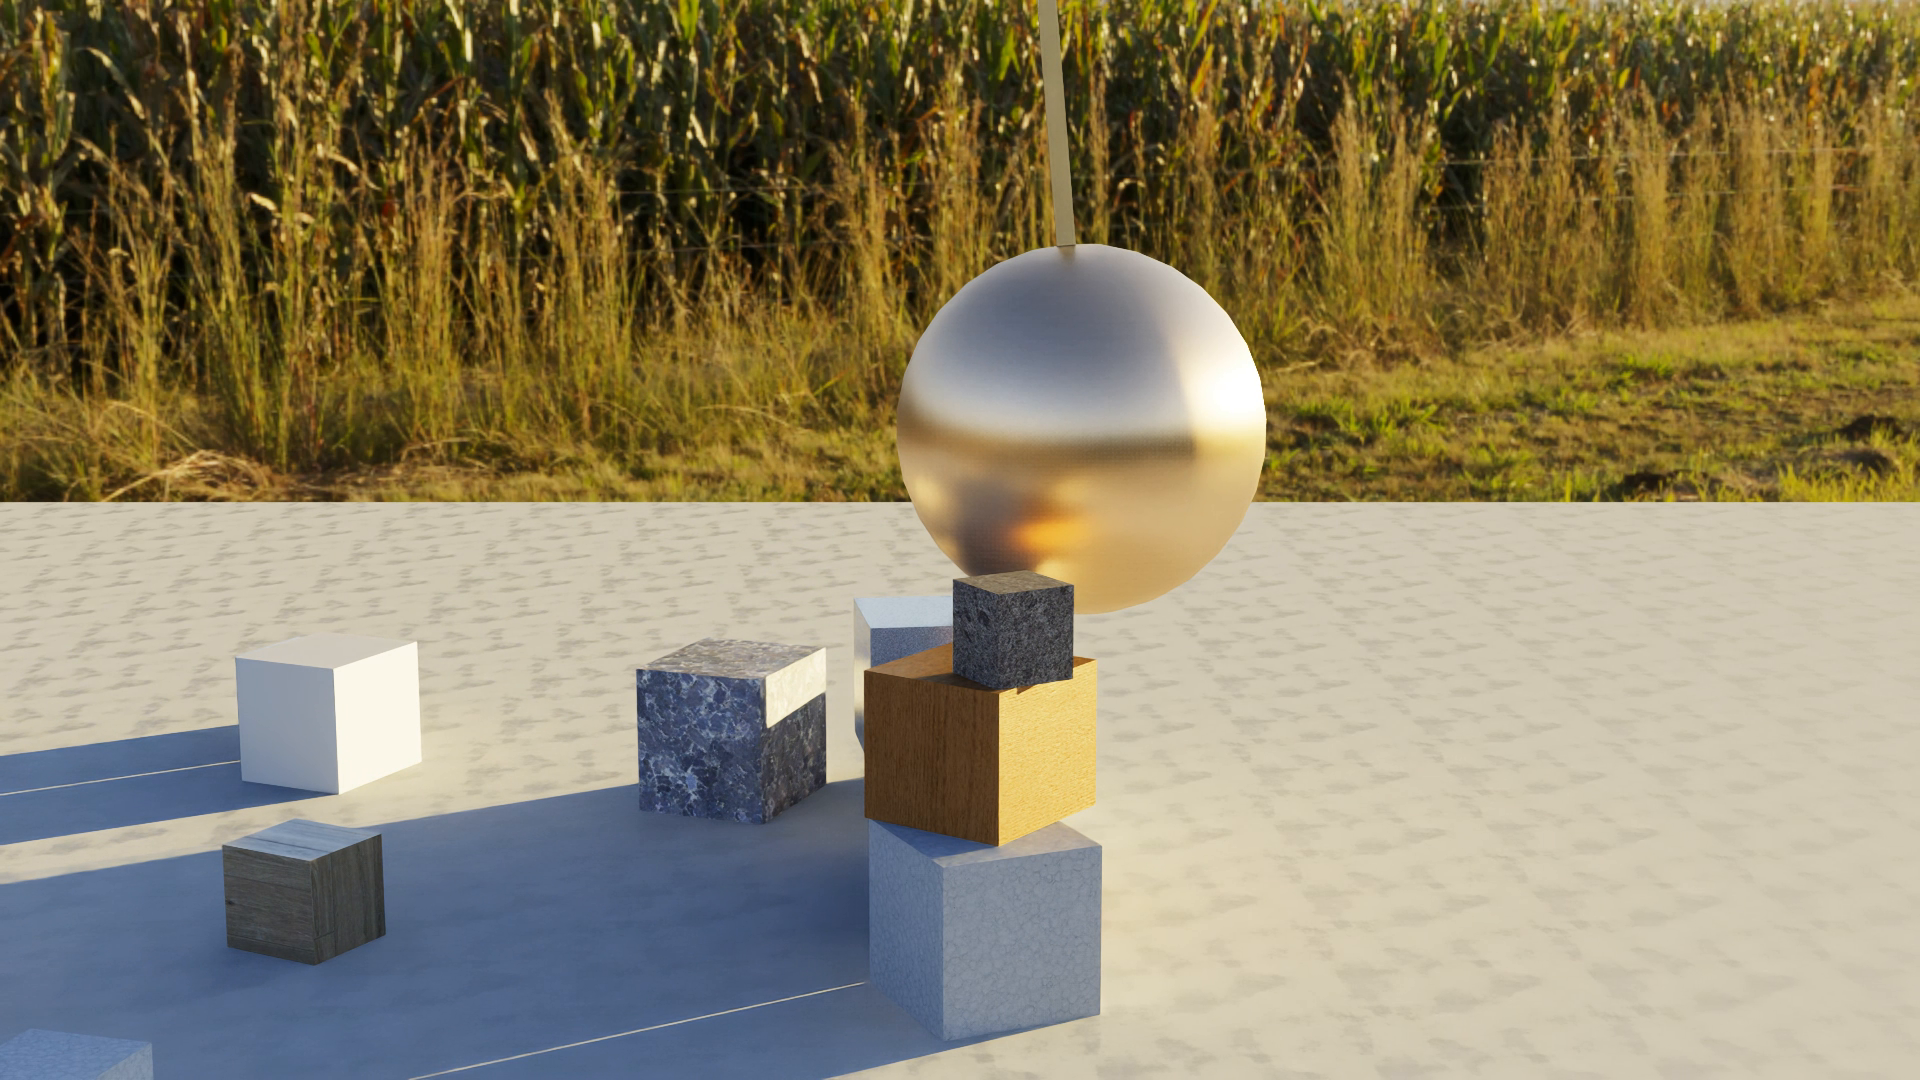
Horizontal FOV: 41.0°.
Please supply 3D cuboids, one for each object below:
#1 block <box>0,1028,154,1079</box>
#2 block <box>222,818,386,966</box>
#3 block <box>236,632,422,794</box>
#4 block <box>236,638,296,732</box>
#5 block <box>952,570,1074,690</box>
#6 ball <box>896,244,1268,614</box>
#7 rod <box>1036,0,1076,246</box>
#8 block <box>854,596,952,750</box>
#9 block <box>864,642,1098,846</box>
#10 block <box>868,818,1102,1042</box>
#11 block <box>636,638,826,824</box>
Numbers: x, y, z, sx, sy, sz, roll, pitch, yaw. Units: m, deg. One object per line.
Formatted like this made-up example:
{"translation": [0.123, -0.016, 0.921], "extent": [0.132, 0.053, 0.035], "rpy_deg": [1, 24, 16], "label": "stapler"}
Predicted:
{"translation": [-2.925, 1.861, 8.249], "extent": [0.458, 0.387, 0.473], "rpy_deg": [3, 11, 16], "label": "block"}
{"translation": [-2.678, 1.431, 10.484], "extent": [0.465, 0.434, 0.424], "rpy_deg": [6, 12, 28], "label": "block"}
{"translation": [-3.198, 0.866, 13.029], "extent": [0.604, 0.634, 0.672], "rpy_deg": [5, 11, 24], "label": "block"}
{"translation": [-3.501, 0.817, 13.823], "extent": [0.541, 0.447, 0.537], "rpy_deg": [4, 11, 22], "label": "block"}
{"translation": [0.200, 0.336, 9.694], "extent": [0.333, 0.363, 0.327], "rpy_deg": [-6, 13, -31], "label": "block"}
{"translation": [0.522, -0.477, 11.094], "extent": [1.600, 1.600, 1.600], "rpy_deg": [0, 10, 0], "label": "ball"}
{"translation": [0.226, -3.810, 10.488], "extent": [0.080, 5.200, 0.080], "rpy_deg": [-5, 10, 1], "label": "rod"}
{"translation": [-0.093, 0.590, 10.888], "extent": [0.646, 0.593, 0.686], "rpy_deg": [-1, 9, -8], "label": "block"}
{"translation": [0.082, 0.770, 9.955], "extent": [0.632, 0.586, 0.668], "rpy_deg": [8, 13, 35], "label": "block"}
{"translation": [0.090, 1.435, 9.813], "extent": [0.653, 0.665, 0.693], "rpy_deg": [-5, 11, -24], "label": "block"}
{"translation": [-1.107, 0.919, 12.545], "extent": [0.654, 0.703, 0.751], "rpy_deg": [4, 11, 21], "label": "block"}
